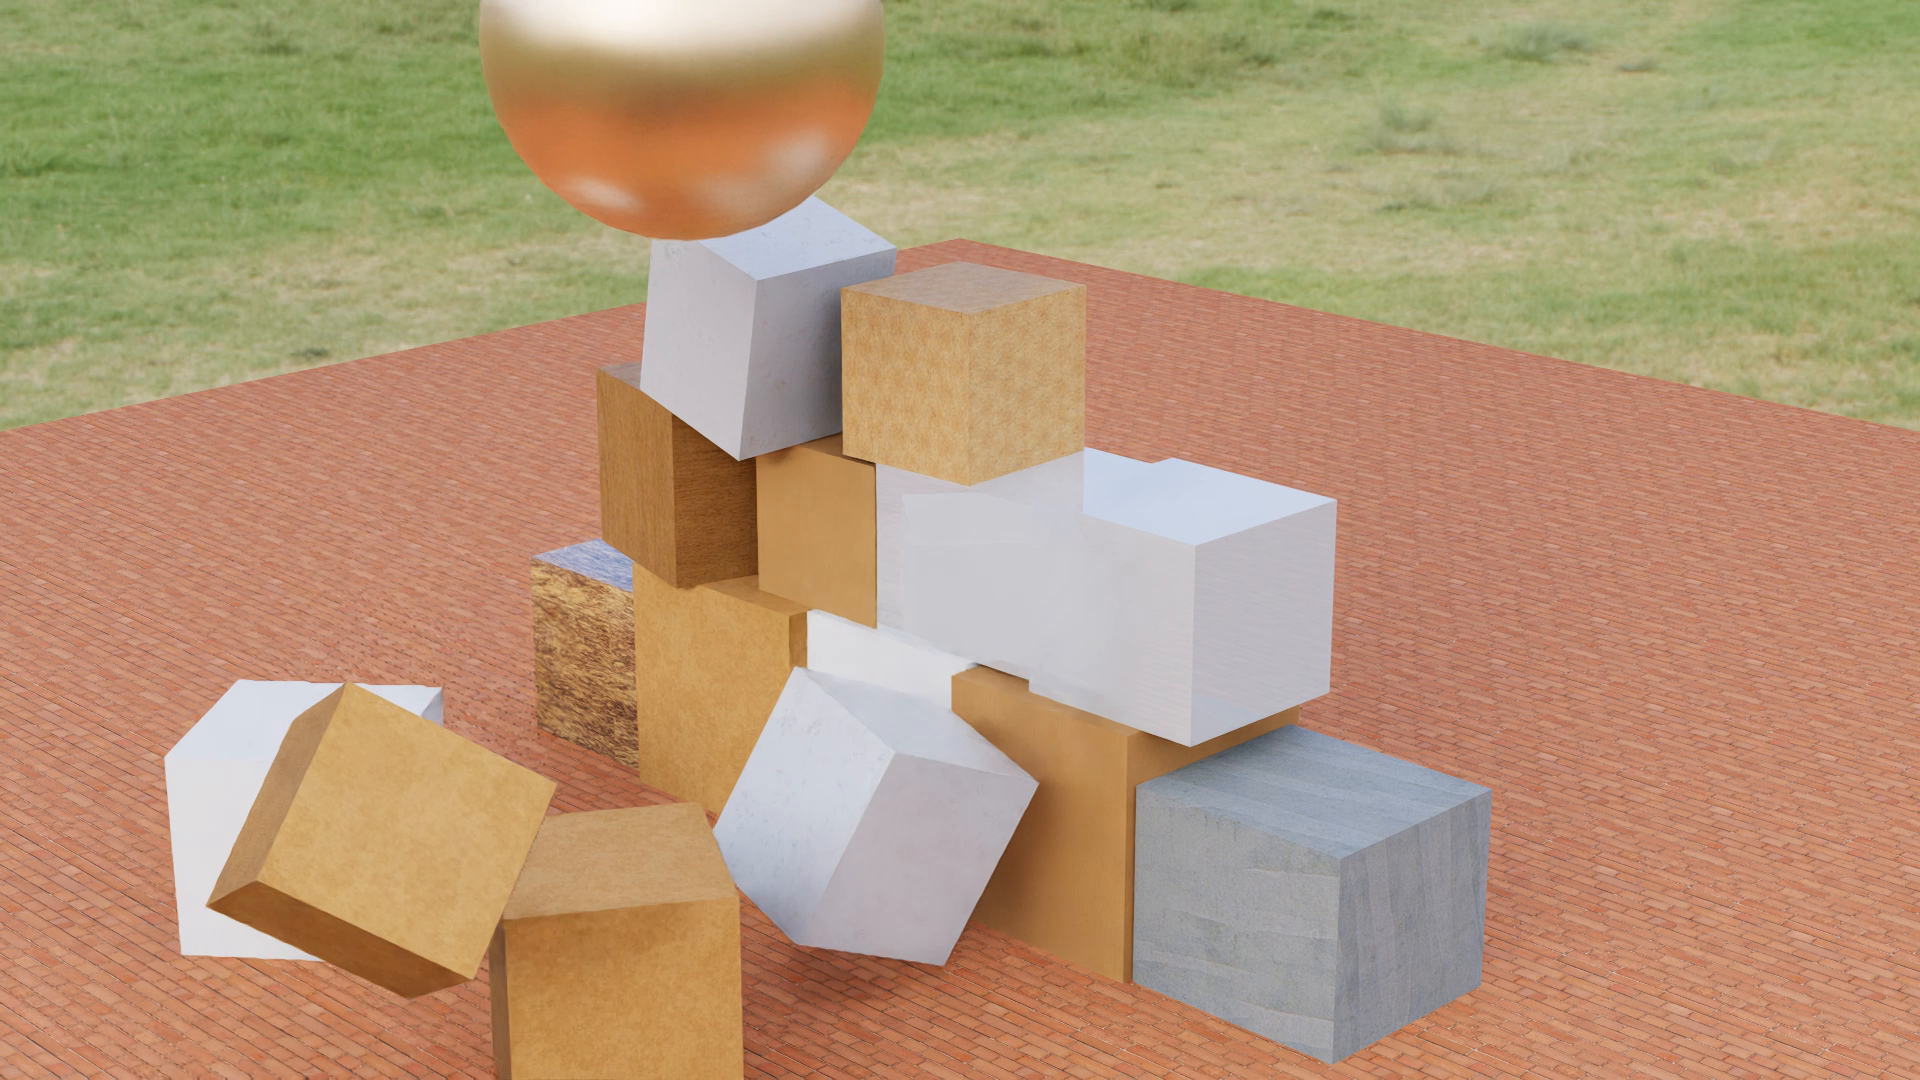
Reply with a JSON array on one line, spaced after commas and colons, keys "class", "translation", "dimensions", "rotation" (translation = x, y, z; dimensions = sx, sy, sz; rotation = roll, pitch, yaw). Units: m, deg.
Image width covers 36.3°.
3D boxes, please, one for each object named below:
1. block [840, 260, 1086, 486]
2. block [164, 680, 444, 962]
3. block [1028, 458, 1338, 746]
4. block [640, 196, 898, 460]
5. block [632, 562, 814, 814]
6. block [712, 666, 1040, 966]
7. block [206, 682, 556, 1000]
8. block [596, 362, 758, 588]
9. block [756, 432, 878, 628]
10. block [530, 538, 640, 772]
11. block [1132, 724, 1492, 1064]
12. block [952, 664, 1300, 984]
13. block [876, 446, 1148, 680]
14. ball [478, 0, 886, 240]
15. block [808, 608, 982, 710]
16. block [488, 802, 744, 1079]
[{"class": "block", "translation": [0.018, -0.757, 13.059], "dimensions": [0.759, 0.761, 0.776], "rotation": [15, 23, 40]}, {"class": "block", "translation": [-2.845, 1.225, 12.919], "dimensions": [0.940, 0.916, 0.949], "rotation": [2, 18, 5]}, {"class": "block", "translation": [0.937, 0.240, 12.416], "dimensions": [0.905, 0.859, 0.913], "rotation": [-17, 24, -42]}, {"class": "block", "translation": [-0.887, -1.011, 13.441], "dimensions": [0.795, 0.899, 0.770], "rotation": [-18, 39, -38]}, {"class": "block", "translation": [-0.770, 0.648, 14.378], "dimensions": [1.174, 1.142, 1.138], "rotation": [-17, 24, -42]}, {"class": "block", "translation": [-0.368, 1.139, 12.039], "dimensions": [0.849, 0.881, 0.717], "rotation": [16, 15, -45]}, {"class": "block", "translation": [-1.928, 1.015, 9.744], "dimensions": [0.766, 0.705, 0.741], "rotation": [29, -24, -18]}, {"class": "block", "translation": [-1.134, -0.379, 14.270], "dimensions": [0.971, 0.882, 0.875], "rotation": [-10, 20, -29]}, {"class": "block", "translation": [-0.377, -0.131, 13.684], "dimensions": [0.809, 0.759, 0.800], "rotation": [-17, 24, -42]}, {"class": "block", "translation": [-1.515, 0.526, 15.102], "dimensions": [0.983, 0.940, 0.925], "rotation": [-17, 24, -42]}, {"class": "block", "translation": [1.464, 1.448, 12.251], "dimensions": [1.011, 0.892, 1.065], "rotation": [-17, 24, -42]}, {"class": "block", "translation": [0.726, 1.112, 12.943], "dimensions": [1.131, 1.119, 1.029], "rotation": [-17, 24, -42]}, {"class": "block", "translation": [0.279, 0.045, 13.083], "dimensions": [0.846, 0.784, 0.998], "rotation": [-17, 24, -42]}, {"class": "ball", "translation": [-1.093, -1.985, 11.572], "dimensions": [1.600, 1.600, 1.600], "rotation": [0, 17, 0]}, {"class": "block", "translation": [0.003, 0.879, 13.643], "dimensions": [0.969, 1.143, 1.024], "rotation": [-17, 24, -42]}, {"class": "block", "translation": [-1.342, 1.690, 11.271], "dimensions": [0.860, 1.017, 0.937], "rotation": [-4, 18, -13]}]
